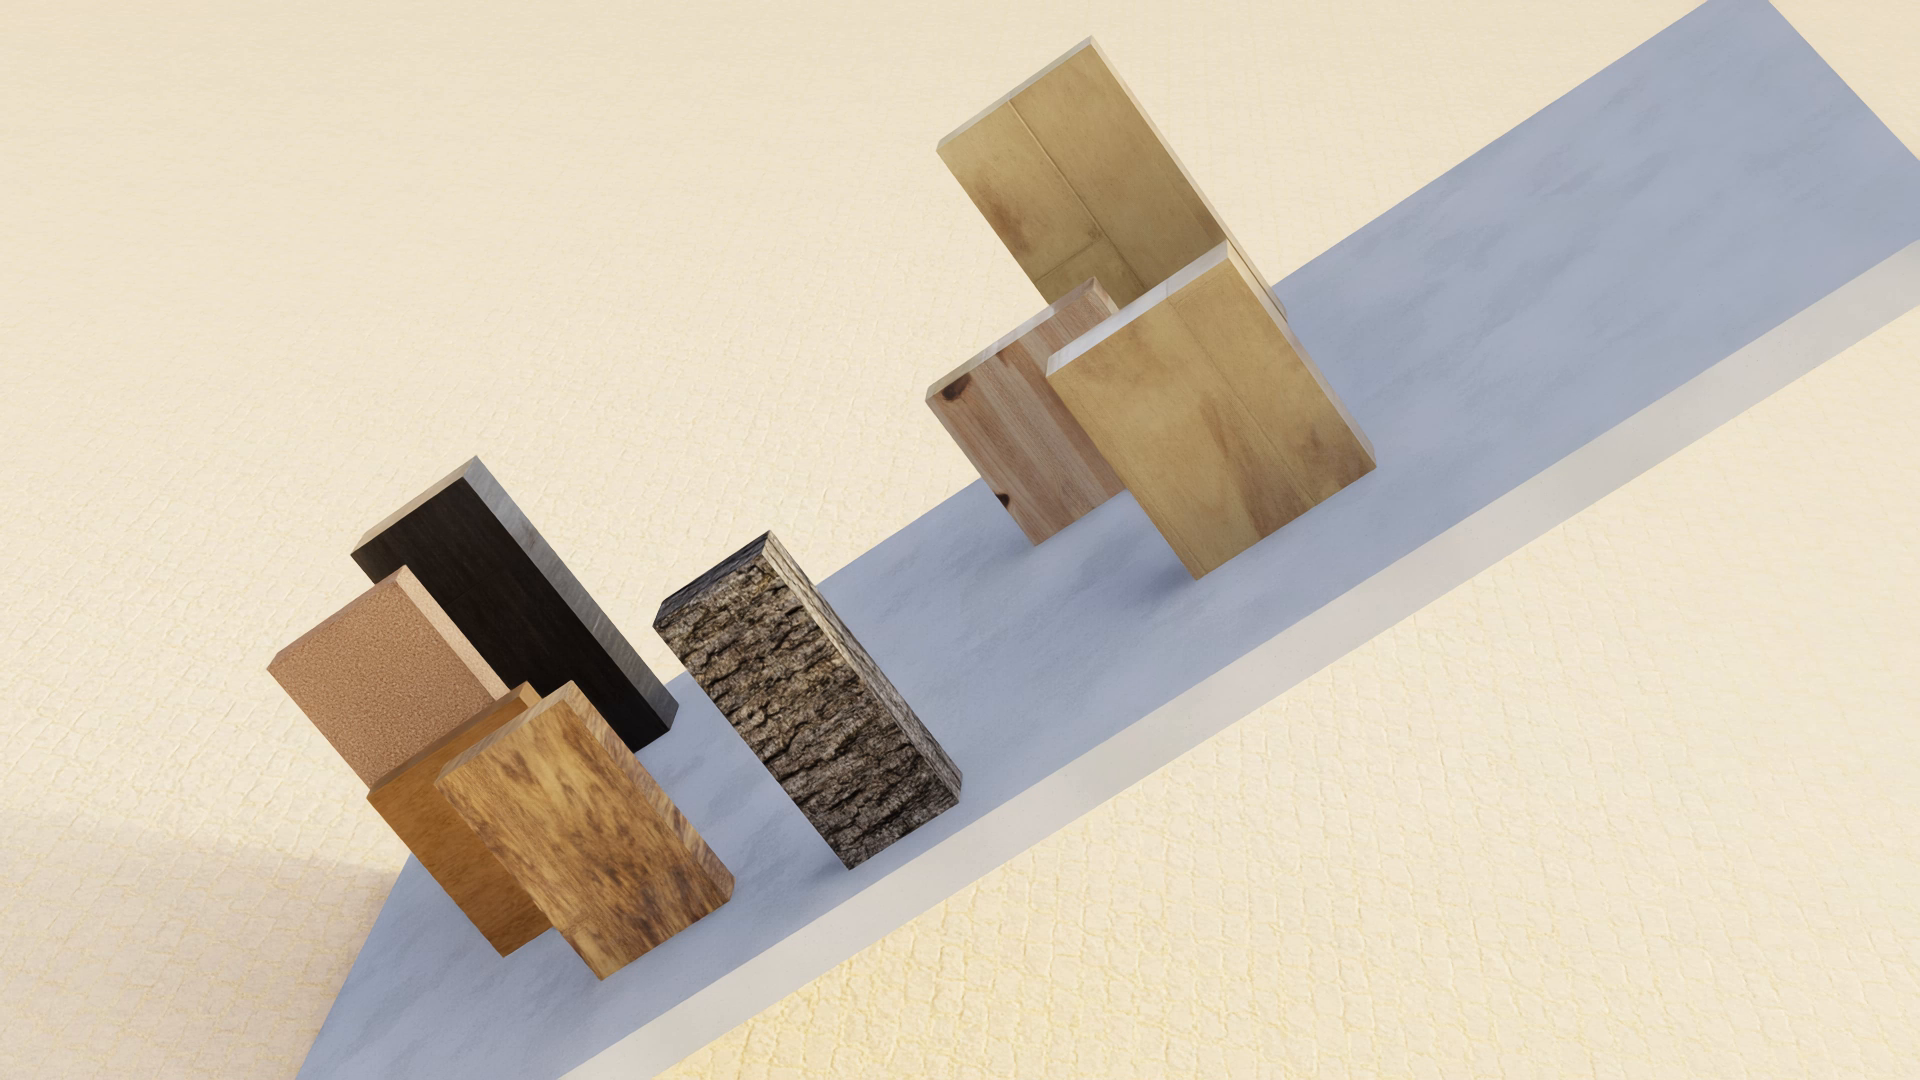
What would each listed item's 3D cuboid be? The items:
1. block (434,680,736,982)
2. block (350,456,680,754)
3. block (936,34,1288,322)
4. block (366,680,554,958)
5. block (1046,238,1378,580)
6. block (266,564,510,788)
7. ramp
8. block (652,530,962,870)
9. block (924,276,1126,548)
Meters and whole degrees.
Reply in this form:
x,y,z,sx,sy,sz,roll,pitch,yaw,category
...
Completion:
x,y,z,sx,sy,sz,roll,pitch,yaw,category
-0.746,0.584,5.874,0.331,0.535,0.089,-33,16,16,block
-1.077,0.222,7.156,0.354,0.800,0.146,-33,16,16,block
0.350,-0.705,6.711,0.425,0.784,0.097,-33,16,16,block
-0.969,0.612,6.402,0.432,0.475,0.080,-33,16,16,block
0.480,-0.245,5.620,0.414,0.503,0.123,-33,16,16,block
-1.189,0.467,6.759,0.387,0.766,0.093,-33,16,16,block
0.133,0.176,6.311,4.000,0.100,2.000,-33,16,16,ramp
-0.281,0.303,5.515,0.257,0.611,0.121,-33,16,16,block
0.228,-0.279,6.443,0.448,0.415,0.097,-33,16,16,block
